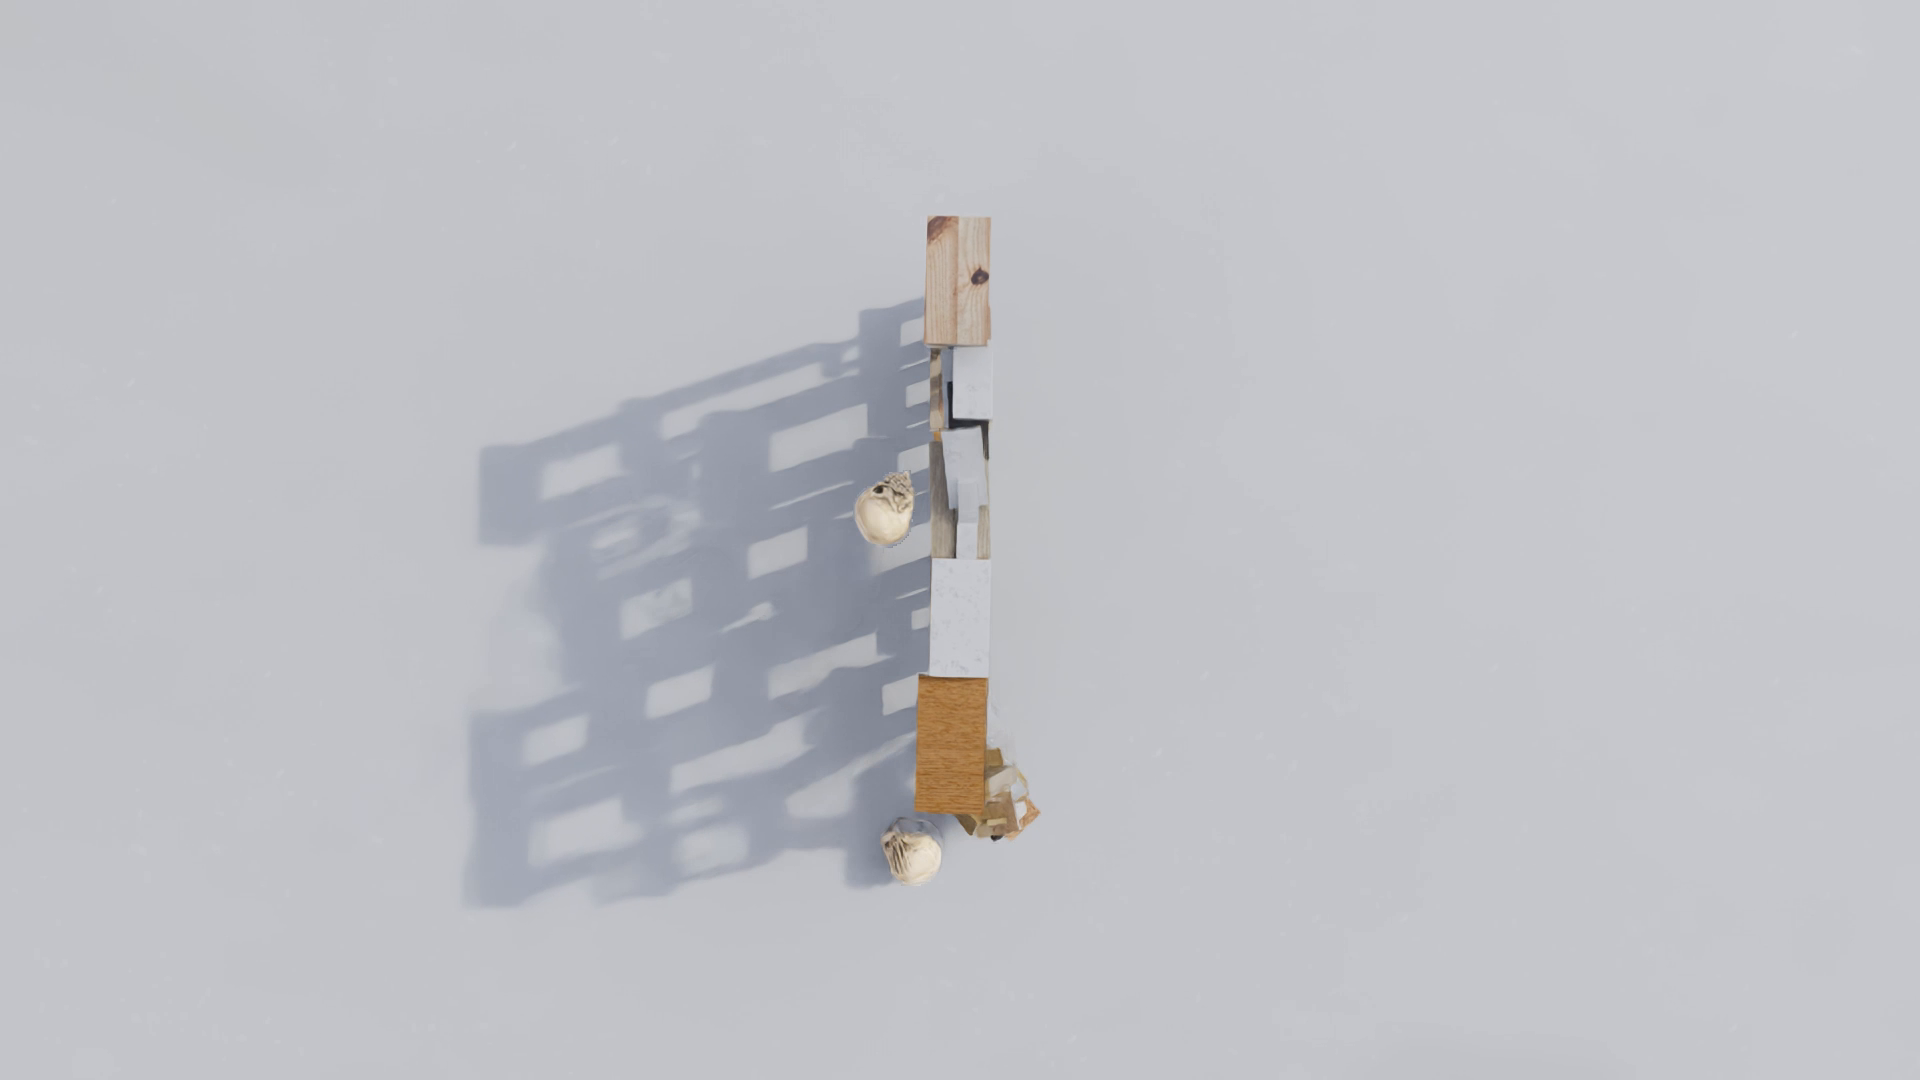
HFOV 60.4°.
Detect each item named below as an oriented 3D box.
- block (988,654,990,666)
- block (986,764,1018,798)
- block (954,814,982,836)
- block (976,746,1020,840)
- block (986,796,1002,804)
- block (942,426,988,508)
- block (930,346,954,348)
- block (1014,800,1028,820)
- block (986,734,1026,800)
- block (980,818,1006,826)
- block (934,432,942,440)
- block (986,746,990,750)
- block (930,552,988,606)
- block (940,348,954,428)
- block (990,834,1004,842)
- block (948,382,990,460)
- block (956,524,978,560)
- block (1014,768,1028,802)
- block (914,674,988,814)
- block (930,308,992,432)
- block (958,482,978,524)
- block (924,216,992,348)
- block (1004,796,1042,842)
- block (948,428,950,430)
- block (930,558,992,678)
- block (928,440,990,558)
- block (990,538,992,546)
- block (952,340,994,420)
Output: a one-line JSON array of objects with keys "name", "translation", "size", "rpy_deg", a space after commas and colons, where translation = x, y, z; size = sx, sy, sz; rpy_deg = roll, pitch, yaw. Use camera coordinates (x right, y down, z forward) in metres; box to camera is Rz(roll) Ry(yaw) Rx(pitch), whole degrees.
[{"name": "block", "translation": [0.000, 0.302, 4.347], "size": [0.149, 0.298, 0.042], "rpy_deg": [1, 89, 0]}, {"name": "block", "translation": [0.032, 0.650, 4.403], "size": [0.174, 0.350, 0.049], "rpy_deg": [-7, 87, 13]}, {"name": "block", "translation": [0.016, 0.753, 4.492], "size": [0.101, 0.014, 0.050], "rpy_deg": [50, 128, 30]}, {"name": "block", "translation": [0.083, 0.704, 4.594], "size": [0.117, 0.033, 0.234], "rpy_deg": [-14, 87, 8]}, {"name": "block", "translation": [0.074, 0.715, 4.523], "size": [0.050, 0.101, 0.014], "rpy_deg": [-11, 78, 17]}, {"name": "block", "translation": [0.013, -0.193, 4.380], "size": [0.105, 0.030, 0.210], "rpy_deg": [-6, 106, 0]}, {"name": "block", "translation": [-0.011, -0.560, 4.458], "size": [0.163, 0.434, 0.046], "rpy_deg": [2, 92, 0]}, {"name": "block", "translation": [0.116, 0.792, 4.727], "size": [0.117, 0.234, 0.033], "rpy_deg": [-16, 86, 10]}, {"name": "block", "translation": [0.060, 0.668, 4.878], "size": [0.140, 0.040, 0.281], "rpy_deg": [-35, 89, -1]}, {"name": "block", "translation": [0.080, 0.774, 4.519], "size": [0.050, 0.101, 0.014], "rpy_deg": [-11, 80, 32]}, {"name": "block", "translation": [0.003, -0.164, 4.809], "size": [0.151, 0.043, 0.302], "rpy_deg": [-1, 90, 0]}, {"name": "block", "translation": [0.040, 0.639, 4.740], "size": [0.117, 0.234, 0.033], "rpy_deg": [-34, 85, -1]}, {"name": "block", "translation": [-0.003, 0.190, 4.519], "size": [0.158, 0.045, 0.317], "rpy_deg": [1, 90, 0]}, {"name": "block", "translation": [0.005, -0.408, 4.395], "size": [0.104, 0.029, 0.207], "rpy_deg": [-3, 103, 1]}, {"name": "block", "translation": [0.094, 0.877, 5.358], "size": [0.133, 0.266, 0.038], "rpy_deg": [-26, 118, -23]}, {"name": "block", "translation": [0.023, -0.318, 4.385], "size": [0.105, 0.030, 0.210], "rpy_deg": [-2, 103, 0]}, {"name": "block", "translation": [0.018, 0.007, 4.415], "size": [0.054, 0.015, 0.108], "rpy_deg": [2, 90, 0]}, {"name": "block", "translation": [0.140, 0.786, 5.050], "size": [0.140, 0.296, 0.040], "rpy_deg": [-40, 73, -9]}, {"name": "block", "translation": [-0.021, 0.520, 4.205], "size": [0.174, 0.049, 0.347], "rpy_deg": [1, 89, 8]}, {"name": "block", "translation": [0.002, -0.502, 4.855], "size": [0.180, 0.051, 0.359], "rpy_deg": [0, 90, 0]}, {"name": "block", "translation": [0.021, -0.098, 4.383], "size": [0.054, 0.015, 0.108], "rpy_deg": [-2, 106, -1]}, {"name": "block", "translation": [-0.007, -0.661, 4.219], "size": [0.163, 0.046, 0.326], "rpy_deg": [2, 89, 0]}, {"name": "block", "translation": [0.118, 0.809, 5.213], "size": [0.133, 0.038, 0.266], "rpy_deg": [-42, 92, -9]}, {"name": "block", "translation": [0.004, -0.365, 4.726], "size": [0.079, 0.158, 0.022], "rpy_deg": [-1, 55, 0]}, {"name": "block", "translation": [0.001, 0.197, 4.176], "size": [0.149, 0.042, 0.298], "rpy_deg": [1, 90, 0]}, {"name": "block", "translation": [0.000, -0.108, 4.445], "size": [0.159, 0.045, 0.319], "rpy_deg": [-1, 90, 0]}, {"name": "block", "translation": [0.004, -0.011, 4.628], "size": [0.159, 0.319, 0.045], "rpy_deg": [-4, 95, 0]}, {"name": "block", "translation": [0.034, -0.420, 4.332], "size": [0.105, 0.030, 0.210], "rpy_deg": [1, 84, 1]}]
